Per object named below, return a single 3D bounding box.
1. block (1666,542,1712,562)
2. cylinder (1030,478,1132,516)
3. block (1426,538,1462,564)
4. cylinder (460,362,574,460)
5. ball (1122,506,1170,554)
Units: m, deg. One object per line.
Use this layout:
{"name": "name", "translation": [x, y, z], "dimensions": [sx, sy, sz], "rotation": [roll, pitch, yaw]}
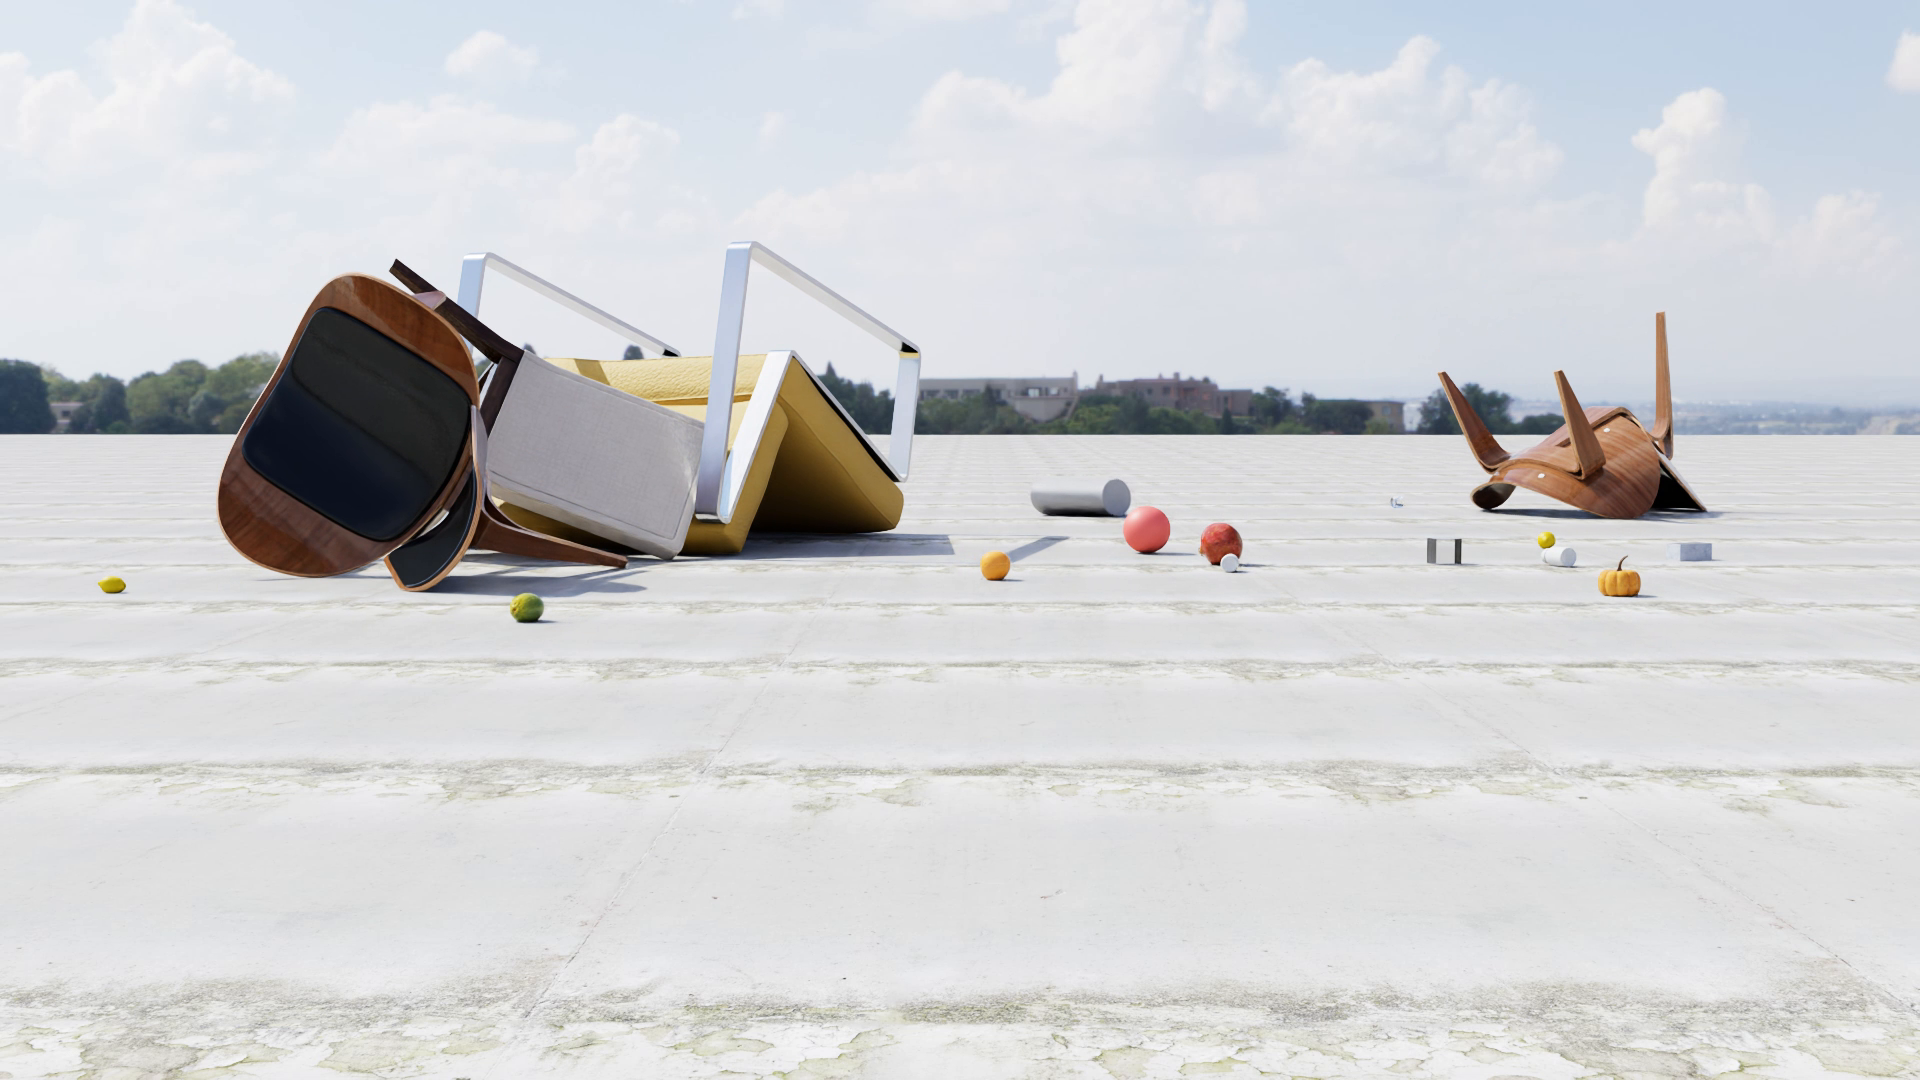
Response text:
{"name": "block", "translation": [1.916, 0.031, 5.780], "dimensions": [0.113, 0.044, 0.049], "rotation": [-2, 4, -27]}
{"name": "cylinder", "translation": [0.431, -0.155, 7.833], "dimensions": [0.279, 0.131, 0.250], "rotation": [2, -2, 29]}
{"name": "block", "translation": [1.245, 0.028, 5.654], "dimensions": [0.068, 0.066, 0.058], "rotation": [-1, 4, -17]}
{"name": "cylinder", "translation": [-1.245, -0.363, 6.190], "dimensions": [0.276, 0.230, 0.150], "rotation": [15, 45, 8]}
{"name": "ball", "translation": [0.511, -0.028, 6.012], "dimensions": [0.130, 0.130, 0.130], "rotation": [0, 4, 0]}
